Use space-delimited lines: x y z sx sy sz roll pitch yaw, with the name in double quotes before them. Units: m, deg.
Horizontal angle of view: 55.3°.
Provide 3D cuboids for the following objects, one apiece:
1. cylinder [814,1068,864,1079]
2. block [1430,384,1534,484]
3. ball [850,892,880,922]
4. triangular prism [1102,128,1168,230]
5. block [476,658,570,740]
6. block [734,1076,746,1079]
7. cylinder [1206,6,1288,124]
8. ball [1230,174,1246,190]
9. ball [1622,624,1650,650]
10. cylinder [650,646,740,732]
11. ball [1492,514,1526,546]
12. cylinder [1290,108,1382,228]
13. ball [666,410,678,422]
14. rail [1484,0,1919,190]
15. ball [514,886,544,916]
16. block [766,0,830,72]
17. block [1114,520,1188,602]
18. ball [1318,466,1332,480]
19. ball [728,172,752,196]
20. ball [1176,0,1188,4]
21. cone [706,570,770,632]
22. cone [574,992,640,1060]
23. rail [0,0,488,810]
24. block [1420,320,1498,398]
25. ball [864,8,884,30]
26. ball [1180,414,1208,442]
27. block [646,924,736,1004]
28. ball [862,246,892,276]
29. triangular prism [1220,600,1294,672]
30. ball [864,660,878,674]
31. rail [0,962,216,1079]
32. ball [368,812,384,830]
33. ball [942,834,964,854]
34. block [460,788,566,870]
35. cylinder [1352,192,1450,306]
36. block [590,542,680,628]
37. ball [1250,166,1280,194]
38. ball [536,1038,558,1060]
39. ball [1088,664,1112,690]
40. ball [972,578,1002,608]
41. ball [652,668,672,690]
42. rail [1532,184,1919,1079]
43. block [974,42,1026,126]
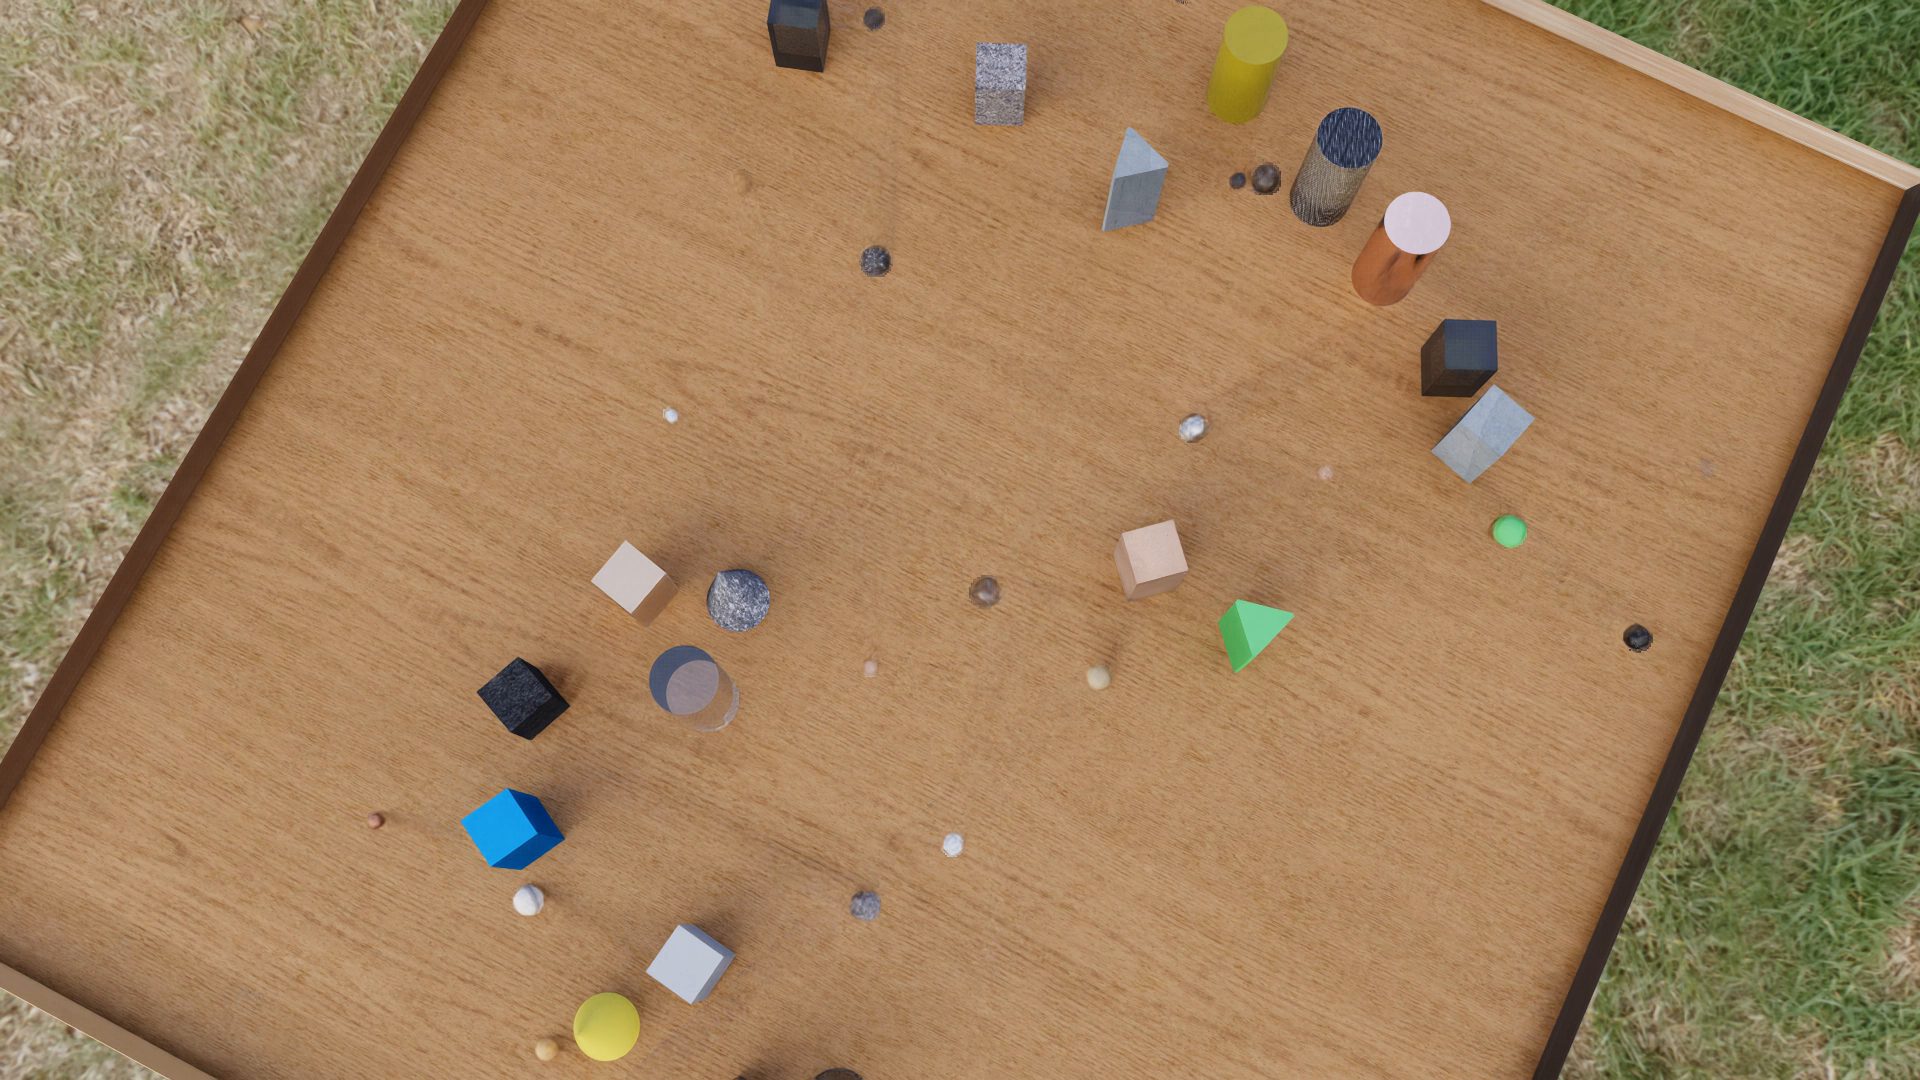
"cylinder" -0.351 1.581 5.093 0.193 0.384 0.193 0 78 0
"block" 1.566 -0.314 5.506 0.155 0.345 0.155 42 81 8
"ball" -0.278 1.070 5.351 0.085 0.085 0.085 0 78 0
"triangular prism" 0.518 -1.113 5.629 0.167 0.427 0.145 -13 79 -3
"block" -1.281 0.469 5.389 0.155 0.256 0.155 -41 81 -8
"block" -0.606 1.620 5.135 0.155 0.286 0.155 27 80 5
"cylinder" 0.891 -1.476 5.710 0.193 0.414 0.193 0 78 0
"ball" 0.882 -1.141 5.827 0.050 0.050 0.050 0 78 0
"ball" 2.037 0.293 5.515 0.079 0.079 0.079 0 78 0
"cylinder" -0.760 0.434 5.282 0.193 0.478 0.193 0 78 0
"ball" 1.670 -0.028 5.573 0.097 0.097 0.097 0 78 0
"cylinder" 1.146 -1.135 5.614 0.193 0.464 0.193 0 78 0
"ball" -0.893 -0.384 5.675 0.040 0.040 0.040 0 78 0
"rail" 1.061 -2.071 5.980 4.416 0.125 0.045 26 80 5
"ball" -1.259 1.055 5.354 0.087 0.087 0.087 0 78 0
"block" -0.508 -1.627 5.803 0.155 0.293 0.155 8 78 2
"block" 0.563 0.065 5.442 0.155 0.314 0.155 -15 79 -3
"ball" 1.123 -0.205 5.636 0.044 0.044 0.044 0 78 0
"ball" -0.700 -1.132 5.813 0.075 0.075 0.075 0 78 0
"ball" 0.719 -1.778 5.951 0.066 0.066 0.066 0 78 0
"cone" -0.675 0.136 5.349 0.193 0.469 0.193 0 78 0
"cone" -1.026 1.371 5.120 0.193 0.417 0.193 0 78 0
"rail" -1.954 -0.950 5.748 0.045 0.125 4.792 26 80 5
"block" 1.518 -0.551 5.583 0.155 0.288 0.155 2 78 0
"ball" -0.281 -1.686 5.933 0.064 0.064 0.064 0 78 0
"ball" 0.723 -0.347 5.644 0.086 0.086 0.086 0 78 0
"block" -0.763 1.205 5.219 0.155 0.290 0.155 34 80 7
"ball" -0.263 -0.876 5.750 0.094 0.094 0.094 0 78 0
"triangular prism" 0.838 0.258 5.381 0.145 0.357 0.167 44 82 8
"ball" -0.270 0.384 5.515 0.043 0.043 0.043 0 78 0
"rail" -1.061 2.084 5.120 4.416 0.125 0.045 26 80 5
"ball" -1.726 0.831 5.420 0.048 0.048 0.048 0 78 0
"ball" -0.020 0.896 5.399 0.062 0.062 0.062 0 78 0
"block" -1.278 0.833 5.258 0.155 0.364 0.155 -35 80 -7
"cylinder" 1.332 -0.877 5.562 0.193 0.462 0.193 0 78 0
"block" -0.962 0.135 5.448 0.155 0.275 0.155 38 81 7
"ball" 0.968 -1.142 5.806 0.091 0.091 0.091 0 78 0
"ball" -1.189 1.468 5.280 0.064 0.064 0.064 0 78 0
"ball" 0.419 0.410 5.494 0.075 0.075 0.075 0 78 0
"ball" 0.081 0.160 5.537 0.091 0.091 0.091 0 78 0
"ball" -0.895 0.418 5.498 0.063 0.063 0.063 0 78 0
"rail" 1.954 0.963 5.352 0.045 0.125 4.792 26 80 5
"block" 0.127 -1.435 5.781 0.155 0.259 0.155 2 78 0
